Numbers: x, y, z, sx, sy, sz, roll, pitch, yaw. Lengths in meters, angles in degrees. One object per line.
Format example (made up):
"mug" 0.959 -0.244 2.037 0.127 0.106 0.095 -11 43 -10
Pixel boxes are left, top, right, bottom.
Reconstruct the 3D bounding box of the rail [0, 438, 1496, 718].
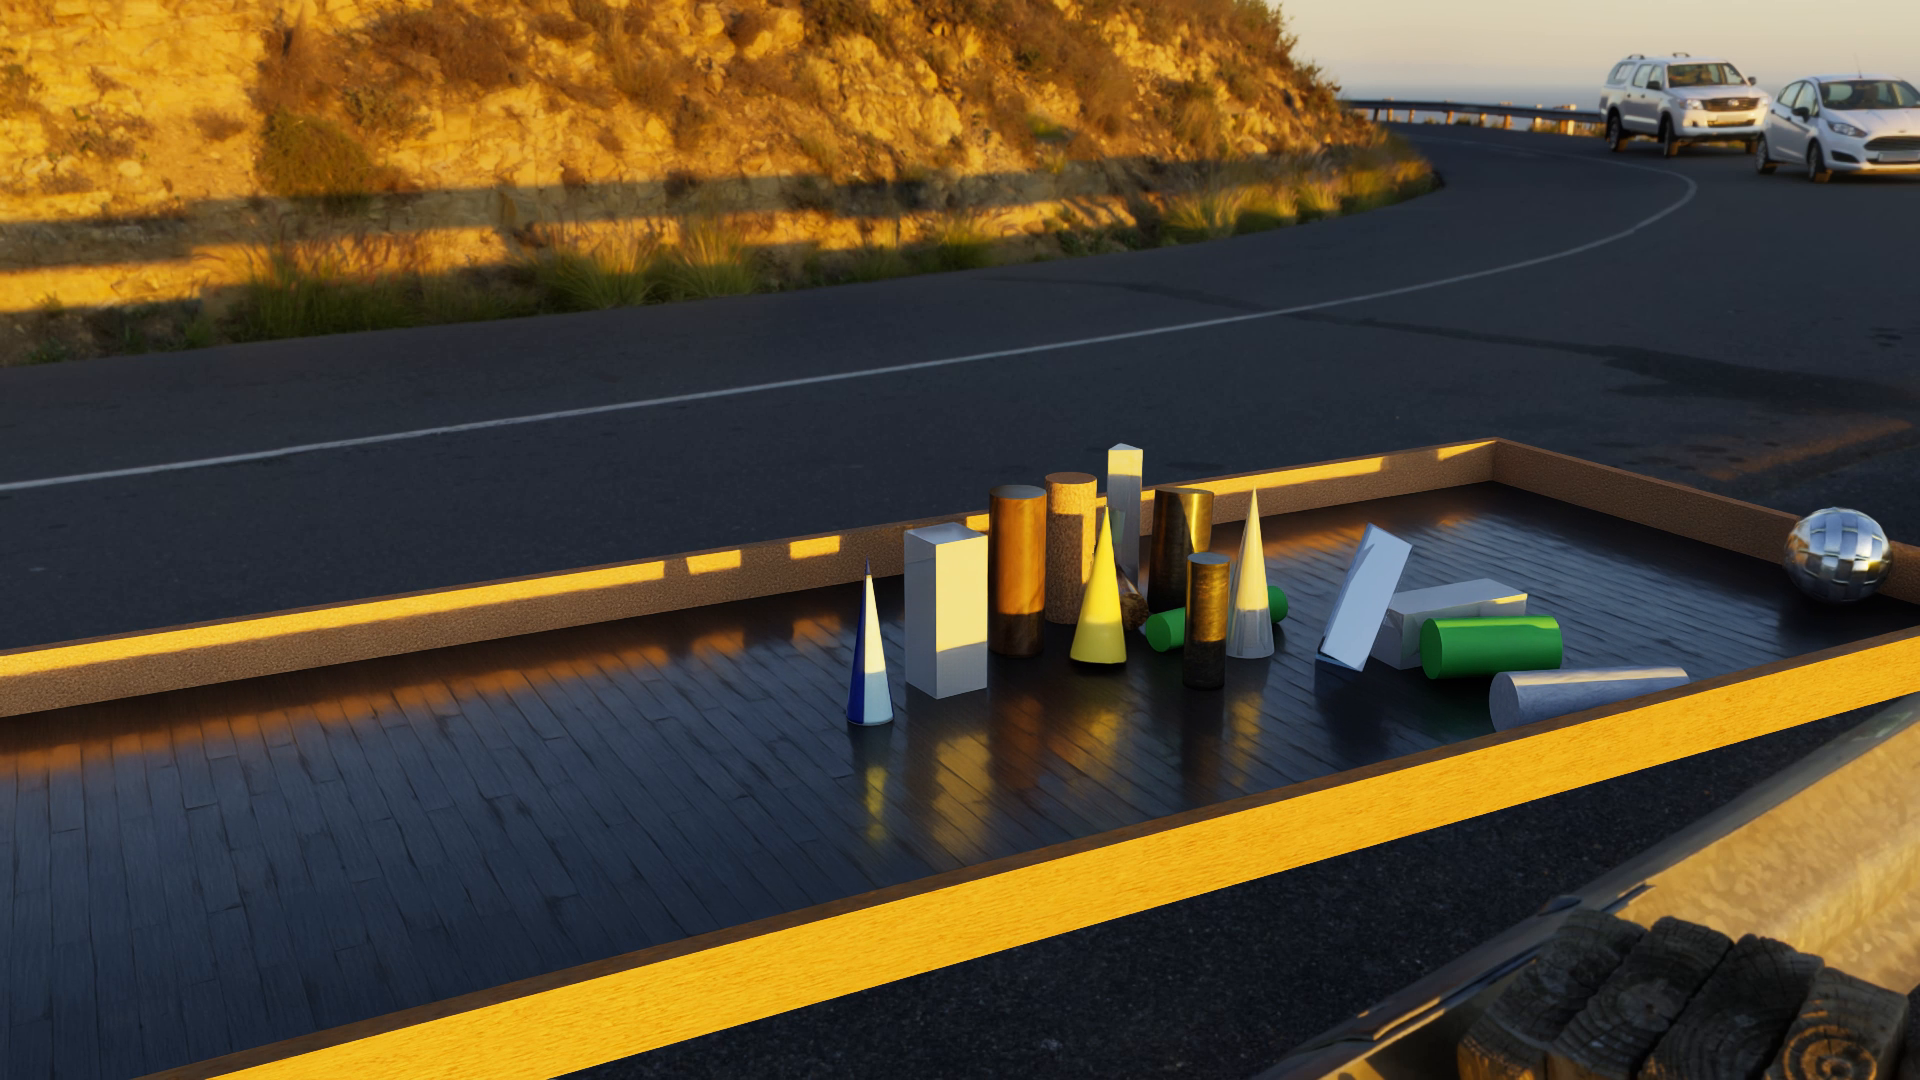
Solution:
"rail" -3.305 0.497 3.399 12.000 0.150 0.050 -9 18 -27

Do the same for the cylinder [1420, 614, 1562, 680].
"cylinder" 1.338 0.270 4.164 0.309 0.153 0.153 -2 16 -5

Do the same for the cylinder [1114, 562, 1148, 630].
"cylinder" 0.446 0.152 4.652 0.104 0.104 0.315 -2 17 -7

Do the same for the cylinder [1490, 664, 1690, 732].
"cylinder" 1.454 0.373 3.806 0.416 0.157 0.157 -2 16 -7

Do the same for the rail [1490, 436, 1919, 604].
"rail" 2.466 -0.048 5.253 0.050 0.150 2.100 -9 18 -27

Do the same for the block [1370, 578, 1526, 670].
"block" 1.278 0.218 4.348 0.406 0.149 0.149 -7 18 -24

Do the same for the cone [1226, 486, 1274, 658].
"cone" 0.758 0.070 4.309 0.149 0.455 0.149 0 16 0

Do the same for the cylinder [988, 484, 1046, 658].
"cylinder" 0.149 0.081 4.317 0.149 0.429 0.149 0 16 0

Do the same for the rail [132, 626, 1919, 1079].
"rail" -2.336 1.006 1.665 12.000 0.150 0.050 -9 18 -27

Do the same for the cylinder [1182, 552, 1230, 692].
"cylinder" 0.610 0.202 4.086 0.105 0.328 0.105 0 16 0

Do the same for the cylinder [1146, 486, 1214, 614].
"cylinder" 0.615 0.031 4.605 0.164 0.341 0.164 3 8 0

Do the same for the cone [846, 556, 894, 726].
"cone" -0.214 0.225 3.870 0.115 0.405 0.115 0 16 0

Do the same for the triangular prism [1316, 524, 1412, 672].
"triangular prism" 1.018 0.147 4.266 0.138 0.355 0.120 26 -8 -16

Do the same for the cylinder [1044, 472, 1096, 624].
"cylinder" 0.303 0.022 4.574 0.141 0.399 0.141 0 16 0

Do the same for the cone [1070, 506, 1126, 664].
"cone" 0.367 0.109 4.243 0.148 0.396 0.148 3 5 0

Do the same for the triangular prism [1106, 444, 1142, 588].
"triangular prism" 0.472 -0.068 4.838 0.100 0.422 0.086 -1 16 -3

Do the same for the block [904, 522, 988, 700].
"block" -0.035 0.172 4.072 0.147 0.393 0.147 -10 19 -32

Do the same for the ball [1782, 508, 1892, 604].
"ball" 2.506 0.044 4.714 0.277 0.277 0.277 0 16 0

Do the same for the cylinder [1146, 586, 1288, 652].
"cylinder" 0.697 0.211 4.456 0.427 0.103 0.103 -11 20 -33
